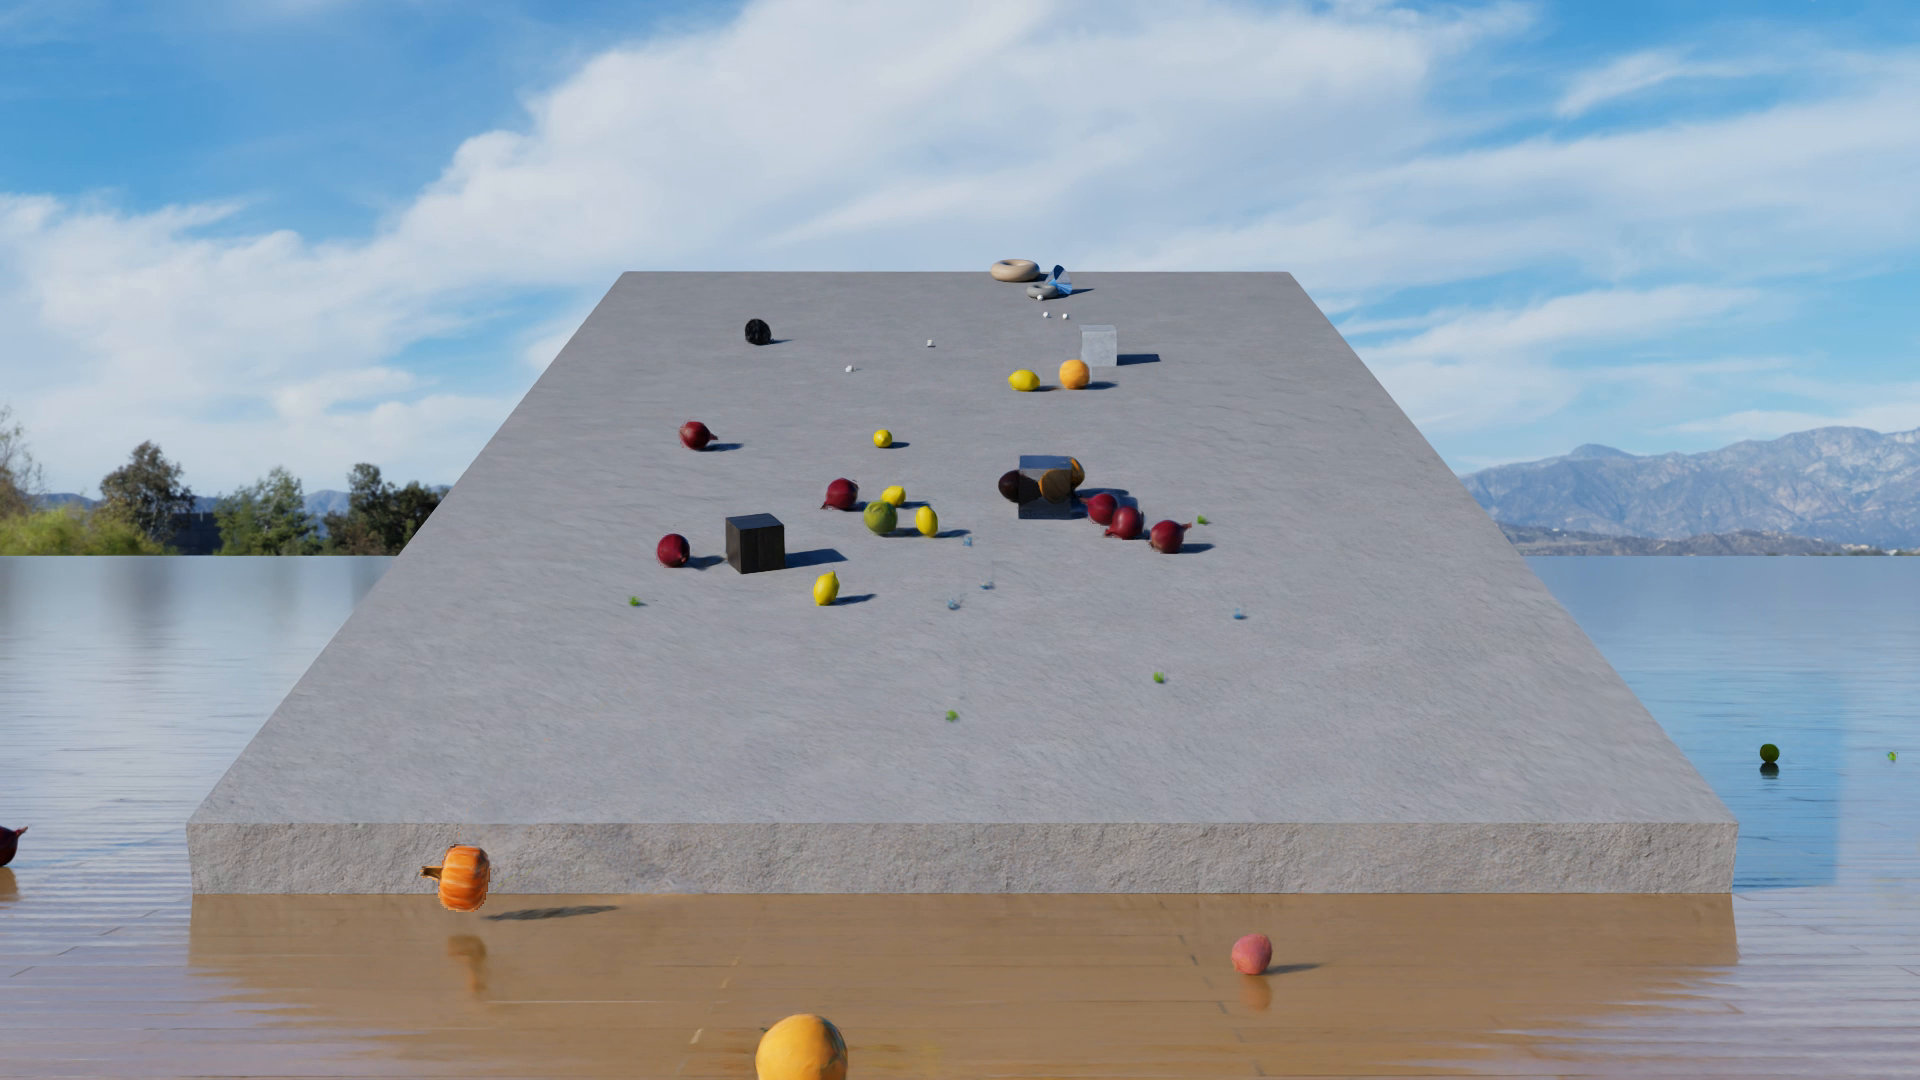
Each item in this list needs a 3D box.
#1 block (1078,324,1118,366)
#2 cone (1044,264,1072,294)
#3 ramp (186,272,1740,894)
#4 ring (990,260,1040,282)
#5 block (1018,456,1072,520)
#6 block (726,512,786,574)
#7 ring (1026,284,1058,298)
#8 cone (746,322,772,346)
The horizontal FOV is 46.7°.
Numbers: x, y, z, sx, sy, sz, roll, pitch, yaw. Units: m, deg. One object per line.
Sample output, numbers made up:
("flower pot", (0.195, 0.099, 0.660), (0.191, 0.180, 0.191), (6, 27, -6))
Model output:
("block", (0.339, -0.478, 5.465), (0.085, 0.085, 0.085), (-1, 17, -2))
("cone", (0.257, -0.729, 6.358), (0.090, 0.090, 0.090), (-21, -12, 32))
("ramp", (-0.003, -0.174, 4.787), (2.000, 0.100, 4.000), (0, 17, 0))
("ring", (0.164, -0.795, 6.561), (0.148, 0.049, 0.148), (0, 18, 0))
("block", (0.161, -0.099, 4.207), (0.098, 0.098, 0.098), (1, 17, 3))
("block", (-0.358, 0.006, 3.890), (0.081, 0.081, 0.081), (-7, 18, -22))
("ring", (0.234, -0.704, 6.294), (0.092, 0.031, 0.092), (1, 18, 0))
("cone", (-0.532, -0.522, 5.696), (0.072, 0.072, 0.072), (0, 5, -36))
